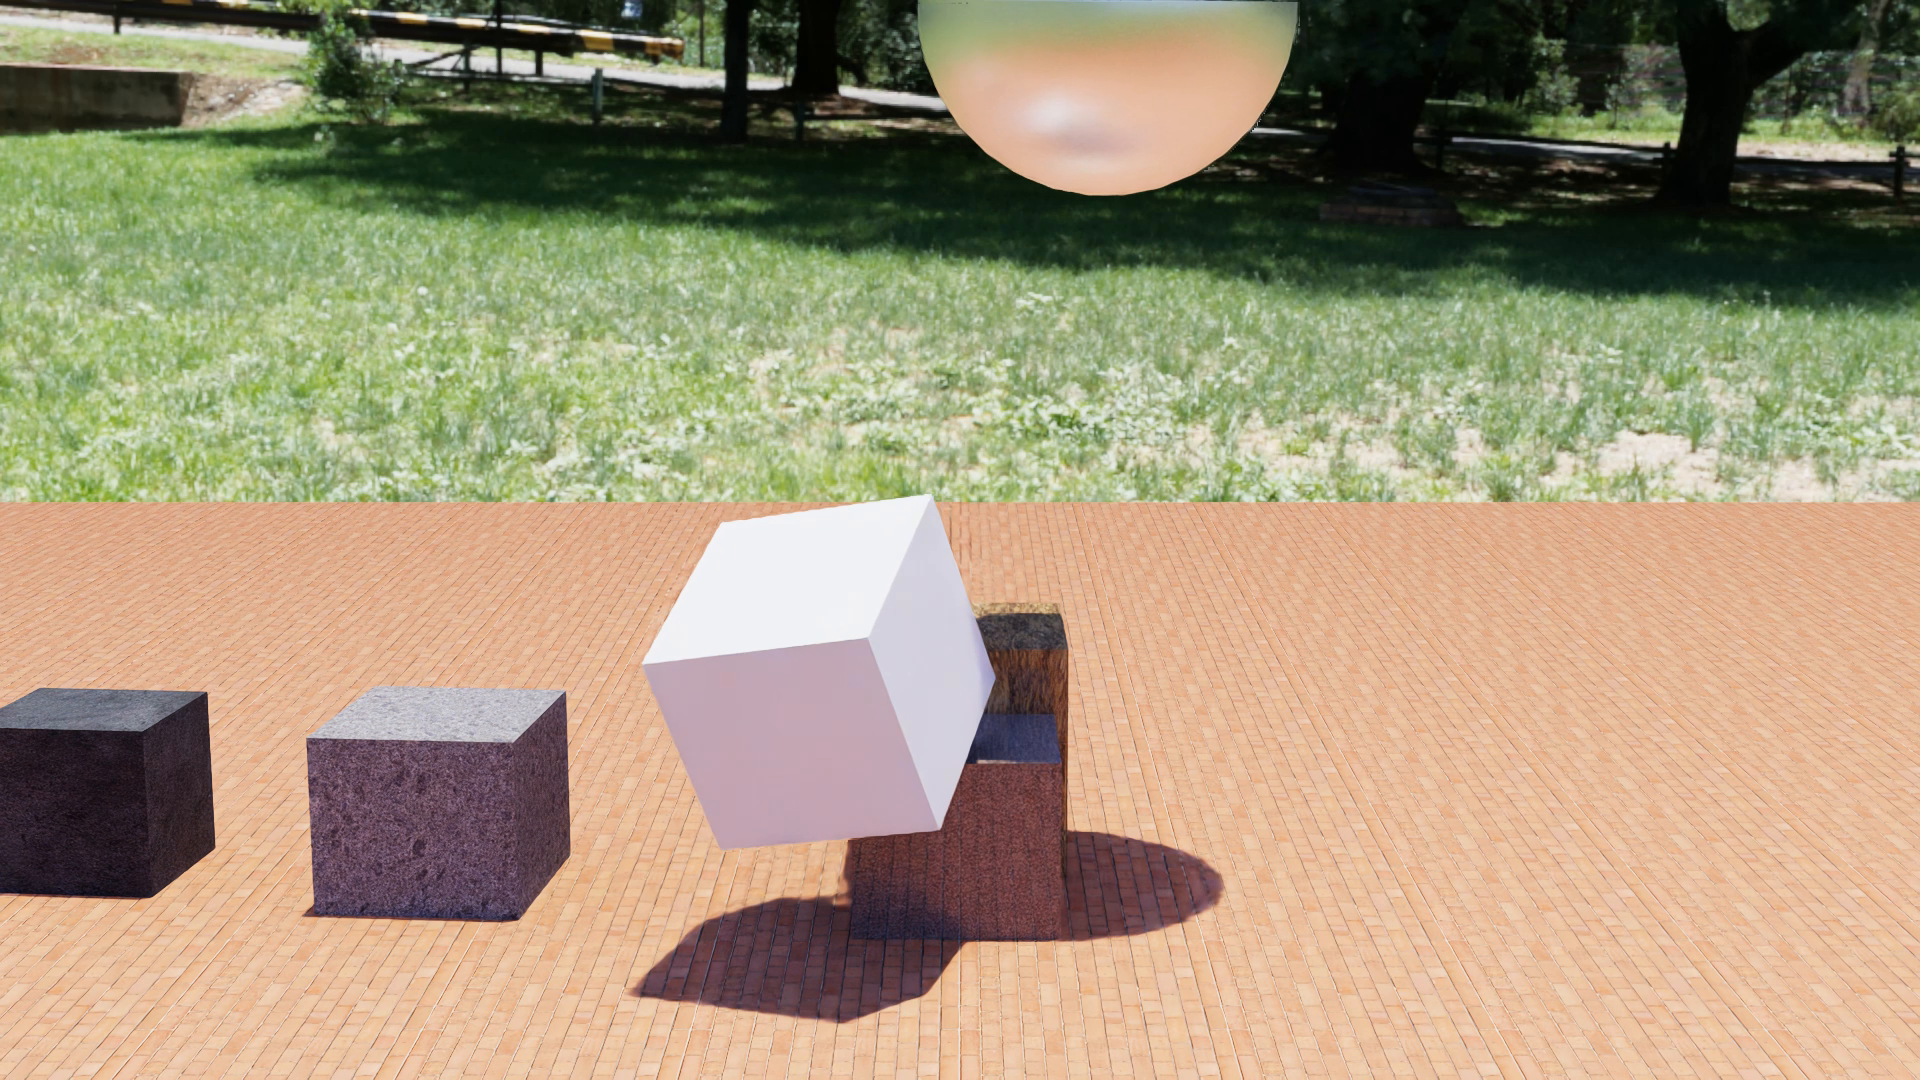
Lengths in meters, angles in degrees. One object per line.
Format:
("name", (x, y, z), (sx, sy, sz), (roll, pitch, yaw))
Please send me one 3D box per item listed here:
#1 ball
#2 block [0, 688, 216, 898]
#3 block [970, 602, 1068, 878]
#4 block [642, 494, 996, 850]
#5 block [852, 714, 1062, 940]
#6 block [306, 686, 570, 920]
("ball", (0.615, -2.251, 10.771), (1.600, 1.600, 1.600), (0, 10, 0))
("block", (-3.845, 1.109, 11.398), (0.789, 0.740, 0.723), (1, 10, 5))
("block", (0.010, 0.895, 11.764), (0.926, 1.030, 1.016), (0, 10, 0))
("block", (-0.530, 0.521, 10.180), (0.934, 0.910, 0.998), (-7, 31, 20))
("block", (-0.016, 1.201, 10.877), (0.854, 0.745, 0.819), (0, 10, 0))
("block", (-2.252, 1.129, 11.200), (0.882, 0.771, 0.927), (1, 10, 5))
